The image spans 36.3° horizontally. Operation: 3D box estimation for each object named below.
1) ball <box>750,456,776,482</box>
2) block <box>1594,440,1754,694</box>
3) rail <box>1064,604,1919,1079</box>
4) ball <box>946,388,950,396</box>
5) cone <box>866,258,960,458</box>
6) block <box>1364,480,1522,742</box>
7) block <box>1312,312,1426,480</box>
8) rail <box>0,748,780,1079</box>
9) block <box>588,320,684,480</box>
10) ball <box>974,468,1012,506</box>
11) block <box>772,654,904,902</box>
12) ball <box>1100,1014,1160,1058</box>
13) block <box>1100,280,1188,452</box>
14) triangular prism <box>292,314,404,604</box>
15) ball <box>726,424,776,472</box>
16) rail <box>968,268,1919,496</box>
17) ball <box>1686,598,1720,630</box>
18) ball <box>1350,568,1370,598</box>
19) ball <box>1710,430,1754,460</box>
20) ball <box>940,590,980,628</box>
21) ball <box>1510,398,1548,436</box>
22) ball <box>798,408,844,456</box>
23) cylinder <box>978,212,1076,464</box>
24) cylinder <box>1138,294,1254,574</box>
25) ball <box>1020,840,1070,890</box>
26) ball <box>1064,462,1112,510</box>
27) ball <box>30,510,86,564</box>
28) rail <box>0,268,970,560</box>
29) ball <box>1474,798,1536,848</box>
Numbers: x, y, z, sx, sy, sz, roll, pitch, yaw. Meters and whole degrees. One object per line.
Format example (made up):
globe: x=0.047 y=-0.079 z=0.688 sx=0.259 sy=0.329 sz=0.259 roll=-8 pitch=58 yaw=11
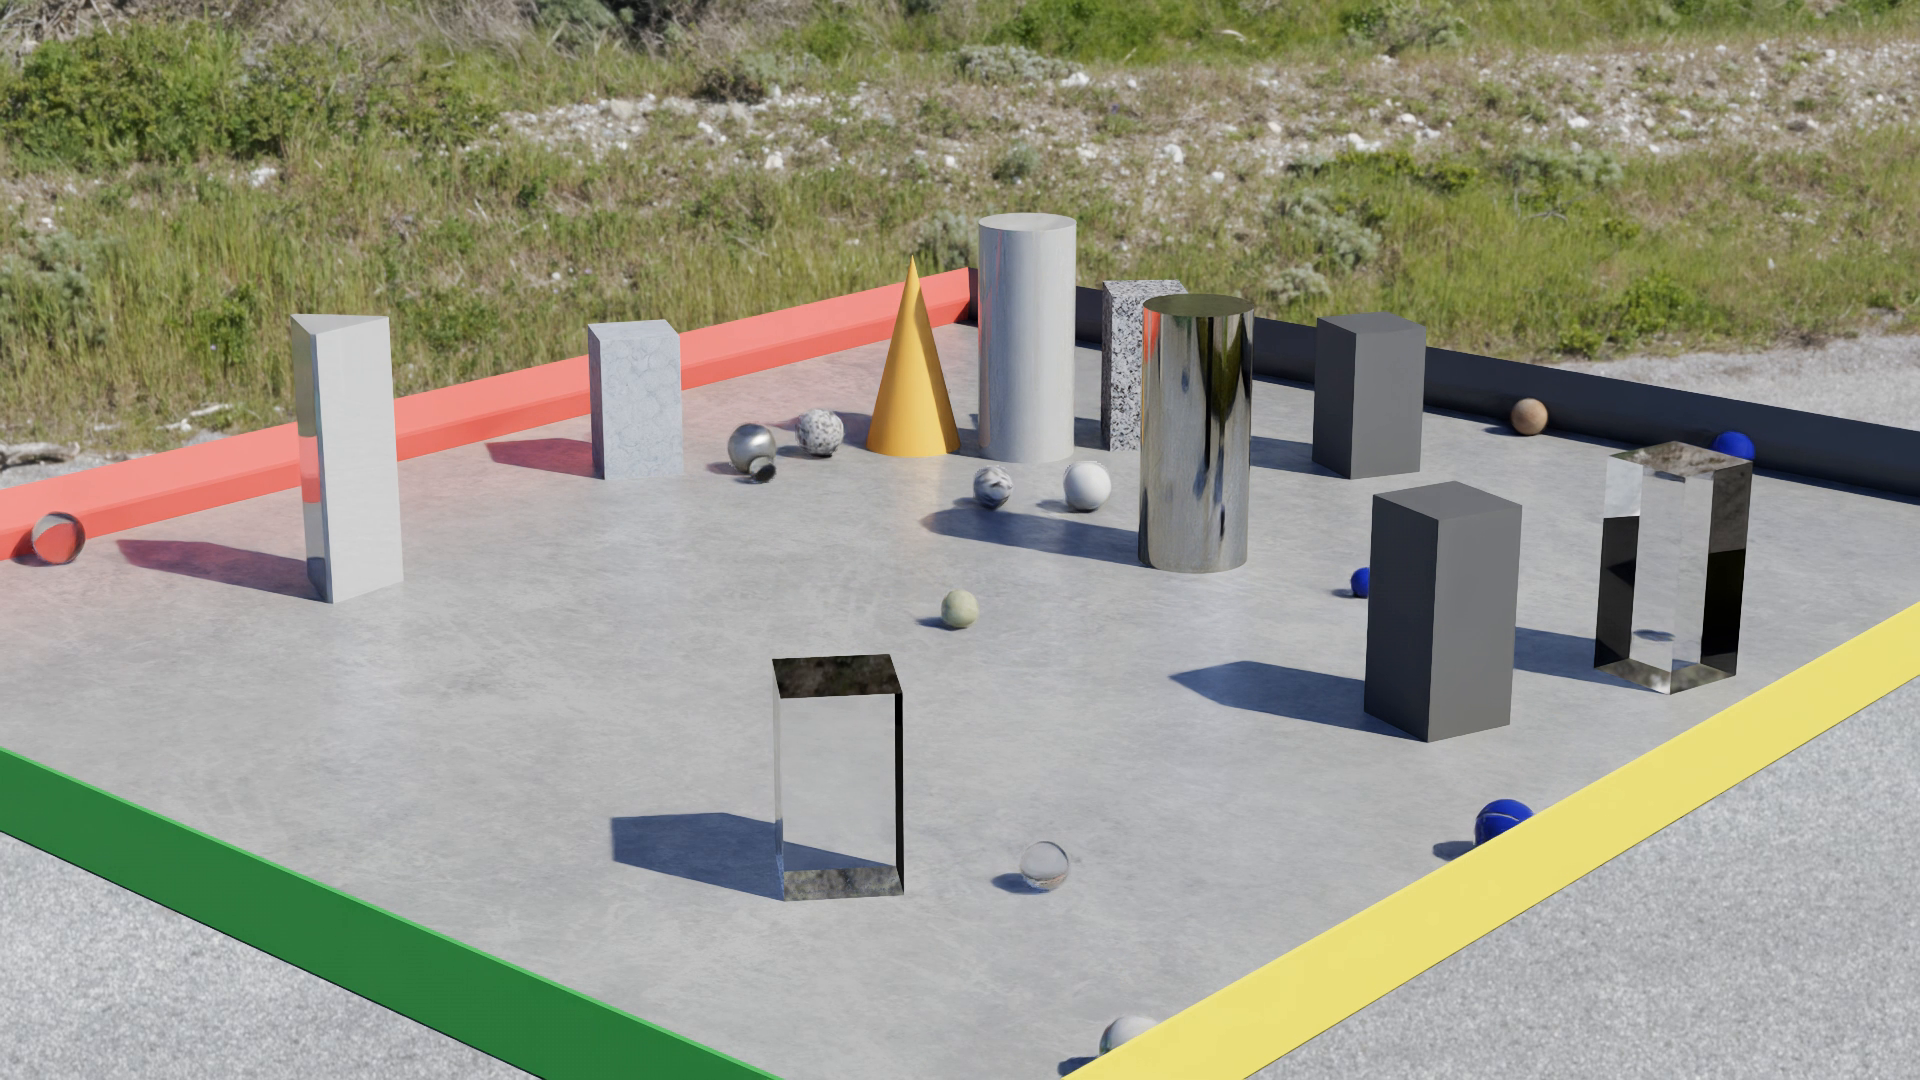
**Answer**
ball: x=-0.393 y=-0.140 z=5.830 sx=0.052 sy=0.052 sz=0.052 roll=0 pitch=17 yaw=0
block: x=1.141 y=0.042 z=4.695 sx=0.159 sy=0.358 sz=0.159 roll=-12 pitch=20 yaw=-34
rail: x=1.077 y=0.302 z=4.224 sx=0.045 sy=0.129 sz=3.398 roll=14 pitch=22 yaw=39
ball: x=-0.052 y=-0.318 z=6.412 sx=0.056 sy=0.056 sz=0.056 roll=0 pitch=17 yaw=0
cone: x=-0.098 y=-0.392 z=6.056 sx=0.199 sy=0.403 sz=0.199 roll=0 pitch=17 yaw=0
block: x=0.737 y=0.108 z=4.489 sx=0.159 sy=0.352 sz=0.159 roll=-9 pitch=19 yaw=-28
block: x=0.823 y=-0.293 z=5.910 sx=0.159 sy=0.299 sz=0.159 roll=-7 pitch=18 yaw=-21
rail: x=-1.098 y=0.397 z=3.908 sx=2.900 sy=0.129 sz=0.045 roll=14 pitch=22 yaw=39
block: x=-0.654 y=-0.284 z=5.905 sx=0.159 sy=0.284 sz=0.159 roll=-5 pitch=17 yaw=-15
ball: x=0.064 y=-0.102 z=5.661 sx=0.076 sy=0.076 sz=0.076 roll=0 pitch=17 yaw=0
block: x=-0.163 y=0.315 z=3.915 sx=0.159 sy=0.284 sz=0.159 roll=-2 pitch=17 yaw=-7
ball: x=0.201 y=0.585 z=3.369 sx=0.083 sy=0.083 sz=0.083 roll=0 pitch=17 yaw=0
block: x=0.384 y=-0.364 z=6.100 sx=0.159 sy=0.326 sz=0.159 roll=-1 pitch=17 yaw=-4
triangular prism: x=-1.102 y=-0.151 z=5.127 sx=0.149 sy=0.478 sz=0.172 roll=12 pitch=21 yaw=35
ball: x=-0.419 y=-0.185 z=5.896 sx=0.100 sy=0.100 sz=0.100 roll=0 pitch=17 yaw=0
rail: x=1.098 y=-0.332 z=6.331 sx=2.900 sy=0.129 sz=0.045 roll=14 pitch=22 yaw=39
ball: x=1.252 y=0.125 z=4.942 sx=0.055 sy=0.055 sz=0.055 roll=0 pitch=17 yaw=0
ball: x=0.708 y=0.074 z=5.120 sx=0.052 sy=0.052 sz=0.052 roll=0 pitch=17 yaw=0
ball: x=1.548 y=-0.175 z=5.883 sx=0.088 sy=0.088 sz=0.088 roll=0 pitch=17 yaw=0
ball: x=0.000 y=0.116 z=4.958 sx=0.065 sy=0.065 sz=0.065 roll=0 pitch=17 yaw=0
ball: x=1.200 y=-0.260 z=6.184 sx=0.078 sy=0.078 sz=0.078 roll=0 pitch=17 yaw=0
ball: x=-0.286 y=-0.221 z=6.019 sx=0.097 sy=0.097 sz=0.097 roll=0 pitch=17 yaw=0
cylinder: x=0.136 y=-0.414 z=5.998 sx=0.199 sy=0.480 sz=0.199 roll=0 pitch=17 yaw=0
cylinder: x=0.424 y=-0.193 z=5.282 sx=0.199 sy=0.470 sz=0.199 roll=0 pitch=17 yaw=0
ball: x=0.113 y=0.434 z=3.901 sx=0.066 sy=0.066 sz=0.066 roll=0 pitch=17 yaw=0
ball: x=0.244 y=-0.103 z=5.638 sx=0.092 sy=0.092 sz=0.092 roll=0 pitch=17 yaw=0
ball: x=-1.633 y=-0.005 z=5.309 sx=0.095 sy=0.095 sz=0.095 roll=0 pitch=17 yaw=0
rail: x=-1.077 y=-0.237 z=6.015 sx=0.045 sy=0.129 sz=3.398 roll=14 pitch=22 yaw=39
ball: x=0.744 y=0.396 z=3.988 sx=0.088 sy=0.088 sz=0.088 roll=0 pitch=17 yaw=0
